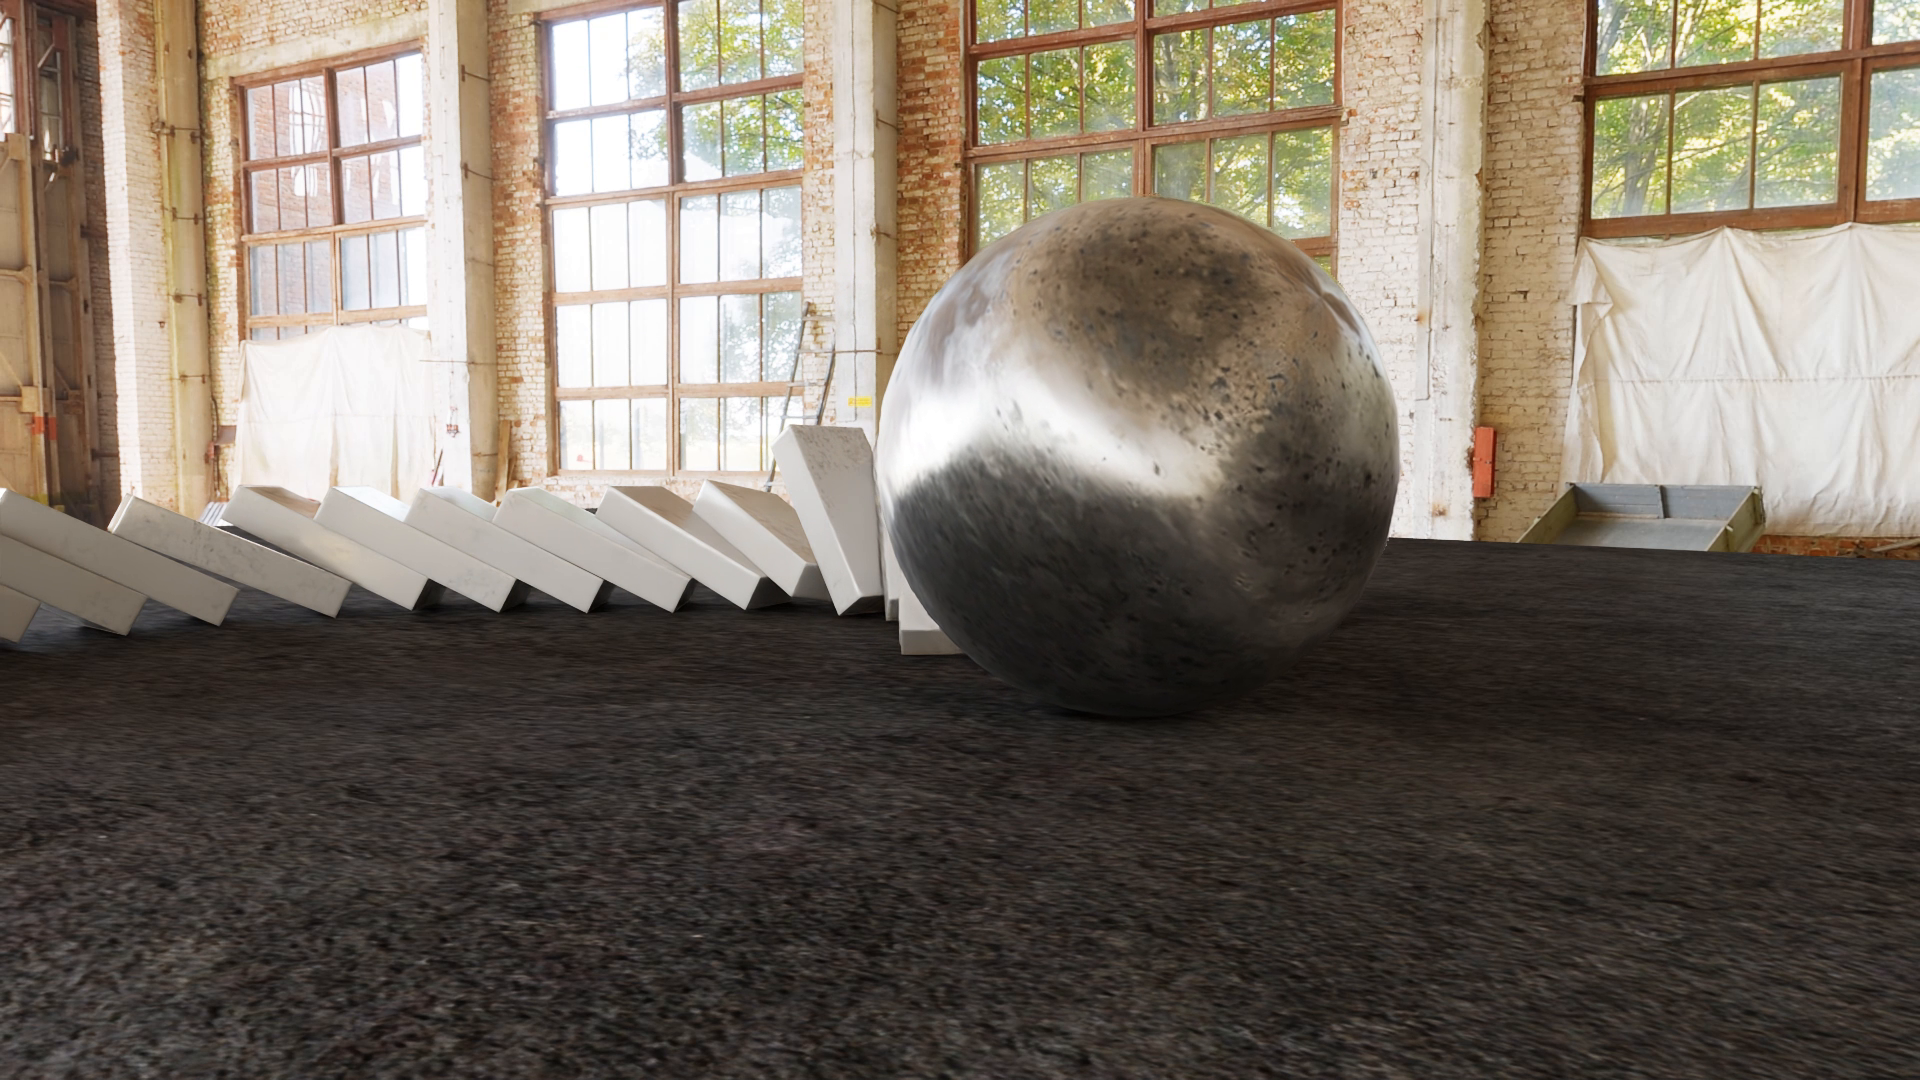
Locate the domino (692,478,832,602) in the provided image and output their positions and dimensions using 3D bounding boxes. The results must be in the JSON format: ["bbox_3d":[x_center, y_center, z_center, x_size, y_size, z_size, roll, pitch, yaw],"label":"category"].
[{"bbox_3d":[-0.047,0.000,0.341,0.025,0.009,0.050,12,18,-47],"label":"domino"}]

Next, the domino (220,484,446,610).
[{"bbox_3d":[-0.158,0.002,0.329,0.050,0.009,0.025,27,-2,-7],"label":"domino"}]

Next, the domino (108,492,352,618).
[{"bbox_3d":[-0.176,0.004,0.311,0.050,0.009,0.025,29,-13,-34],"label":"domino"}]

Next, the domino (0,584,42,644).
[{"bbox_3d":[-0.216,0.006,0.255,0.025,0.009,0.050,1,-27,28],"label":"domino"}]

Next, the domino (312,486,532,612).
[{"bbox_3d":[-0.136,0.002,0.330,0.050,0.009,0.025,27,1,-5],"label":"domino"}]

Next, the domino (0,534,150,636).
[{"bbox_3d":[-0.207,0.005,0.276,0.025,0.009,0.050,3,-25,38],"label":"domino"}]

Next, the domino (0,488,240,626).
[{"bbox_3d":[-0.195,0.004,0.294,0.025,0.009,0.050,5,-24,47],"label":"domino"}]

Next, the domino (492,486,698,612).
[{"bbox_3d":[-0.093,0.002,0.334,0.050,0.009,0.025,27,3,-4],"label":"domino"}]

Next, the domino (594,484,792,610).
[{"bbox_3d":[-0.069,0.001,0.340,0.050,0.009,0.025,29,11,16],"label":"domino"}]

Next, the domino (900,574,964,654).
[{"bbox_3d":[0.000,0.000,0.271,0.025,0.050,0.010,0,-36,-2],"label":"domino"}]

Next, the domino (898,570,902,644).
[{"bbox_3d":[-0.001,-0.001,0.283,0.025,0.050,0.009,0,-36,-2],"label":"domino"}]

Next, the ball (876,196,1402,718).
[{"bbox_3d":[0.027,-0.013,0.201,0.080,0.080,0.080,0,4,0],"label":"ball"}]

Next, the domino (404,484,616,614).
[{"bbox_3d":[-0.115,0.002,0.332,0.050,0.009,0.025,27,2,-5],"label":"domino"}]

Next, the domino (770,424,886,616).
[{"bbox_3d":[-0.028,-0.006,0.328,0.025,0.050,0.009,-2,-29,-47],"label":"domino"}]

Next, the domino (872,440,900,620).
[{"bbox_3d":[-0.007,-0.004,0.321,0.025,0.050,0.009,-1,-36,-9],"label":"domino"}]
